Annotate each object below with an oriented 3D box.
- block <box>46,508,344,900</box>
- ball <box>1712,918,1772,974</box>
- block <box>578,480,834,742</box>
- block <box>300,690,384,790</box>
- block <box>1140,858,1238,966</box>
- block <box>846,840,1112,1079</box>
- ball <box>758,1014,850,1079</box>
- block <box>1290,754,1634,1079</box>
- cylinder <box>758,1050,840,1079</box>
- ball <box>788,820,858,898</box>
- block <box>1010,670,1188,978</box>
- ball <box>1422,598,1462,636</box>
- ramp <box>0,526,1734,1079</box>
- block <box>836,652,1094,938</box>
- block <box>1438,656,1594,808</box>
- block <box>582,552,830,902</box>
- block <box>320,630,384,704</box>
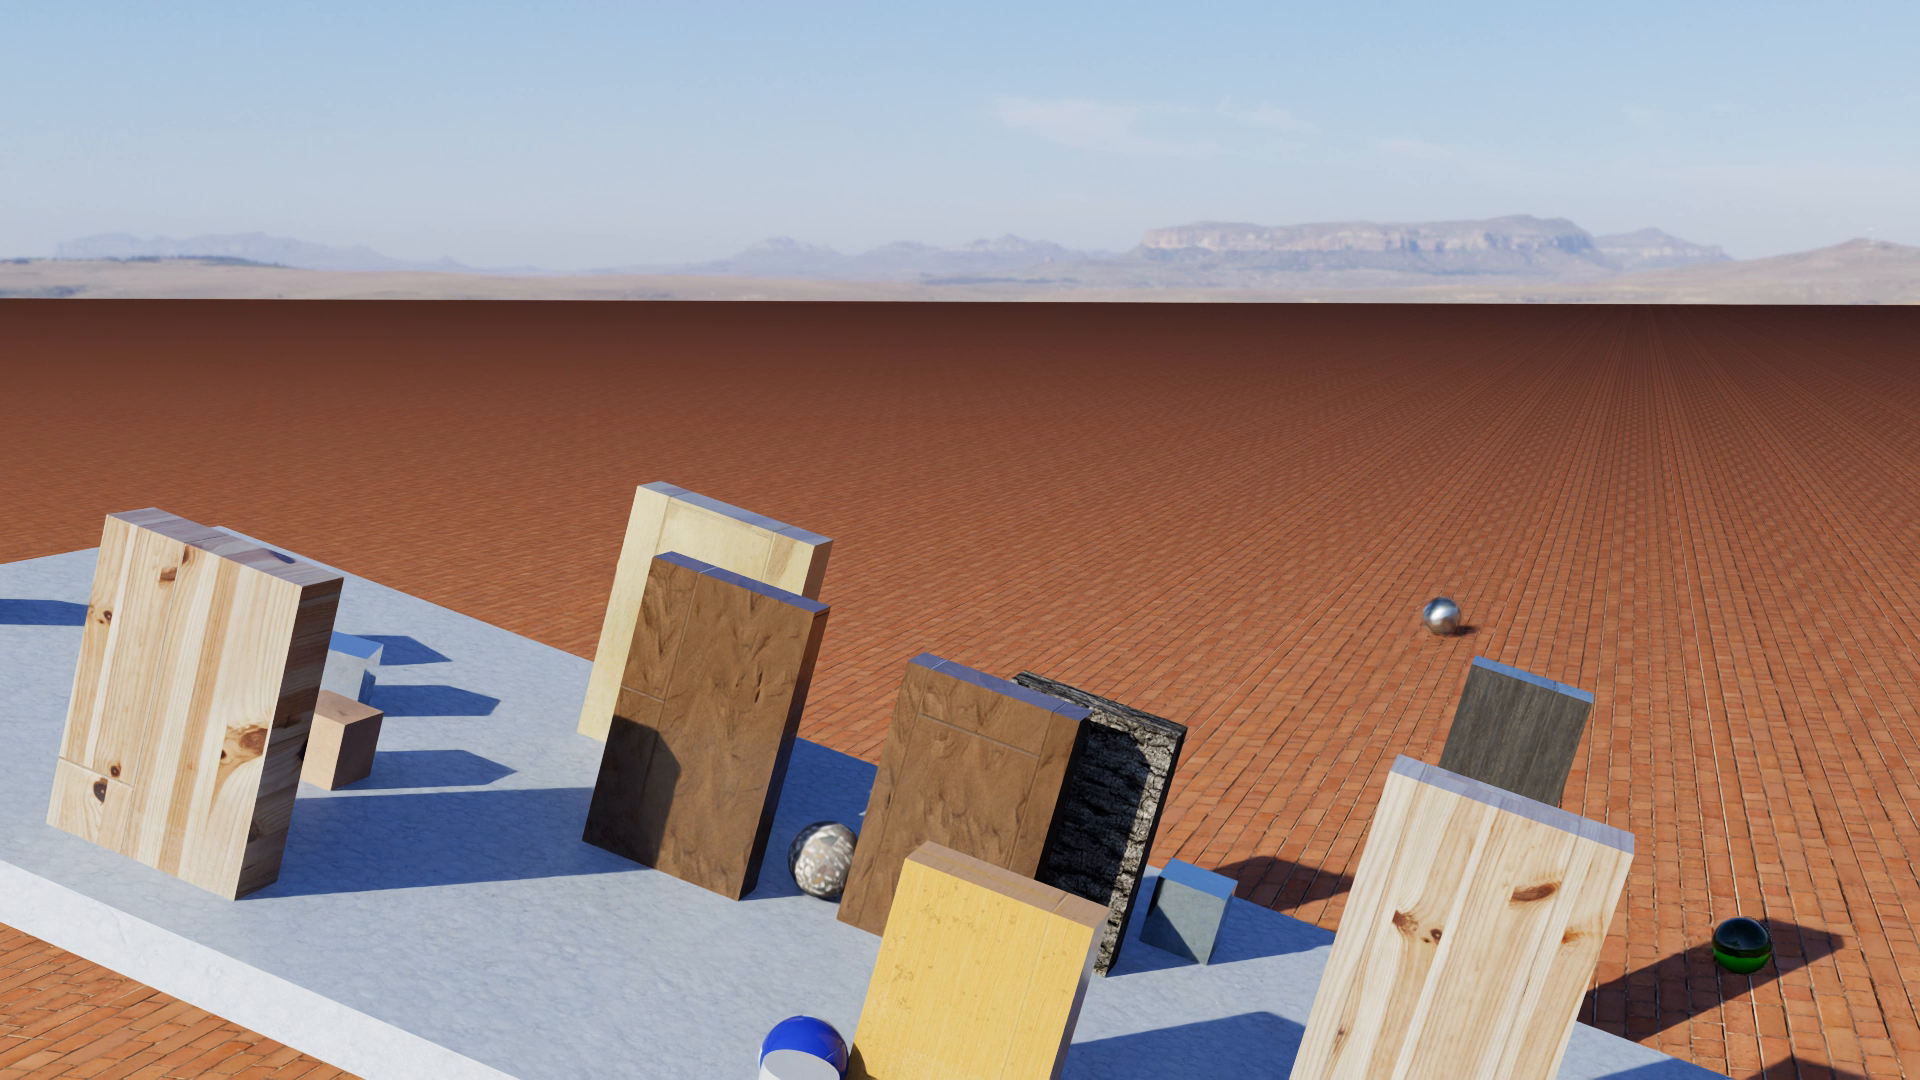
[{"bbox_3d":[-1.273,0.268,3.651,0.378,0.547,0.120,18,12,14],"label":"block"},{"bbox_3d":[2.071,1.075,5.830,0.149,0.149,0.149,0,7,0],"label":"ball"},{"bbox_3d":[-0.560,0.212,4.815,0.424,0.574,0.118,18,12,14],"label":"block"},{"bbox_3d":[-1.215,0.383,4.228,0.134,0.134,0.134,19,12,15],"label":"block"},{"bbox_3d":[0.478,0.774,4.588,0.147,0.147,0.147,18,12,14],"label":"block"},{"bbox_3d":[0.019,0.734,3.444,0.312,0.428,0.113,18,12,14],"label":"block"},{"bbox_3d":[-0.244,0.814,3.434,0.142,0.142,0.142,0,7,0],"label":"ball"},{"bbox_3d":[0.766,0.761,3.509,0.382,0.743,0.130,18,12,14],"label":"block"},{"bbox_3d":[-0.253,0.849,3.309,0.118,0.118,0.118,15,11,-3],"label":"cylinder"},{"bbox_3d":[-0.262,0.625,4.305,0.150,0.150,0.150,0,7,0],"label":"ball"},{"bbox_3d":[0.206,0.558,4.344,0.347,0.507,0.104,18,12,14],"label":"block"},{"bbox_3d":[2.479,0.394,11.312,0.195,0.195,0.195,0,7,0],"label":"ball"},{"bbox_3d":[-0.377,0.738,4.240,4.000,0.100,2.000,18,12,14],"label":"ramp"},{"bbox_3d":[0.006,0.525,4.174,0.347,0.531,0.104,18,12,14],"label":"block"},{"bbox_3d":[1.121,0.628,4.725,0.258,0.707,0.114,18,12,14],"label":"block"},{"bbox_3d":[-0.488,0.354,4.201,0.338,0.584,0.087,18,12,14],"label":"block"},{"bbox_3d":[-1.307,0.278,4.626,0.129,0.129,0.129,15,11,-2],"label":"block"}]
